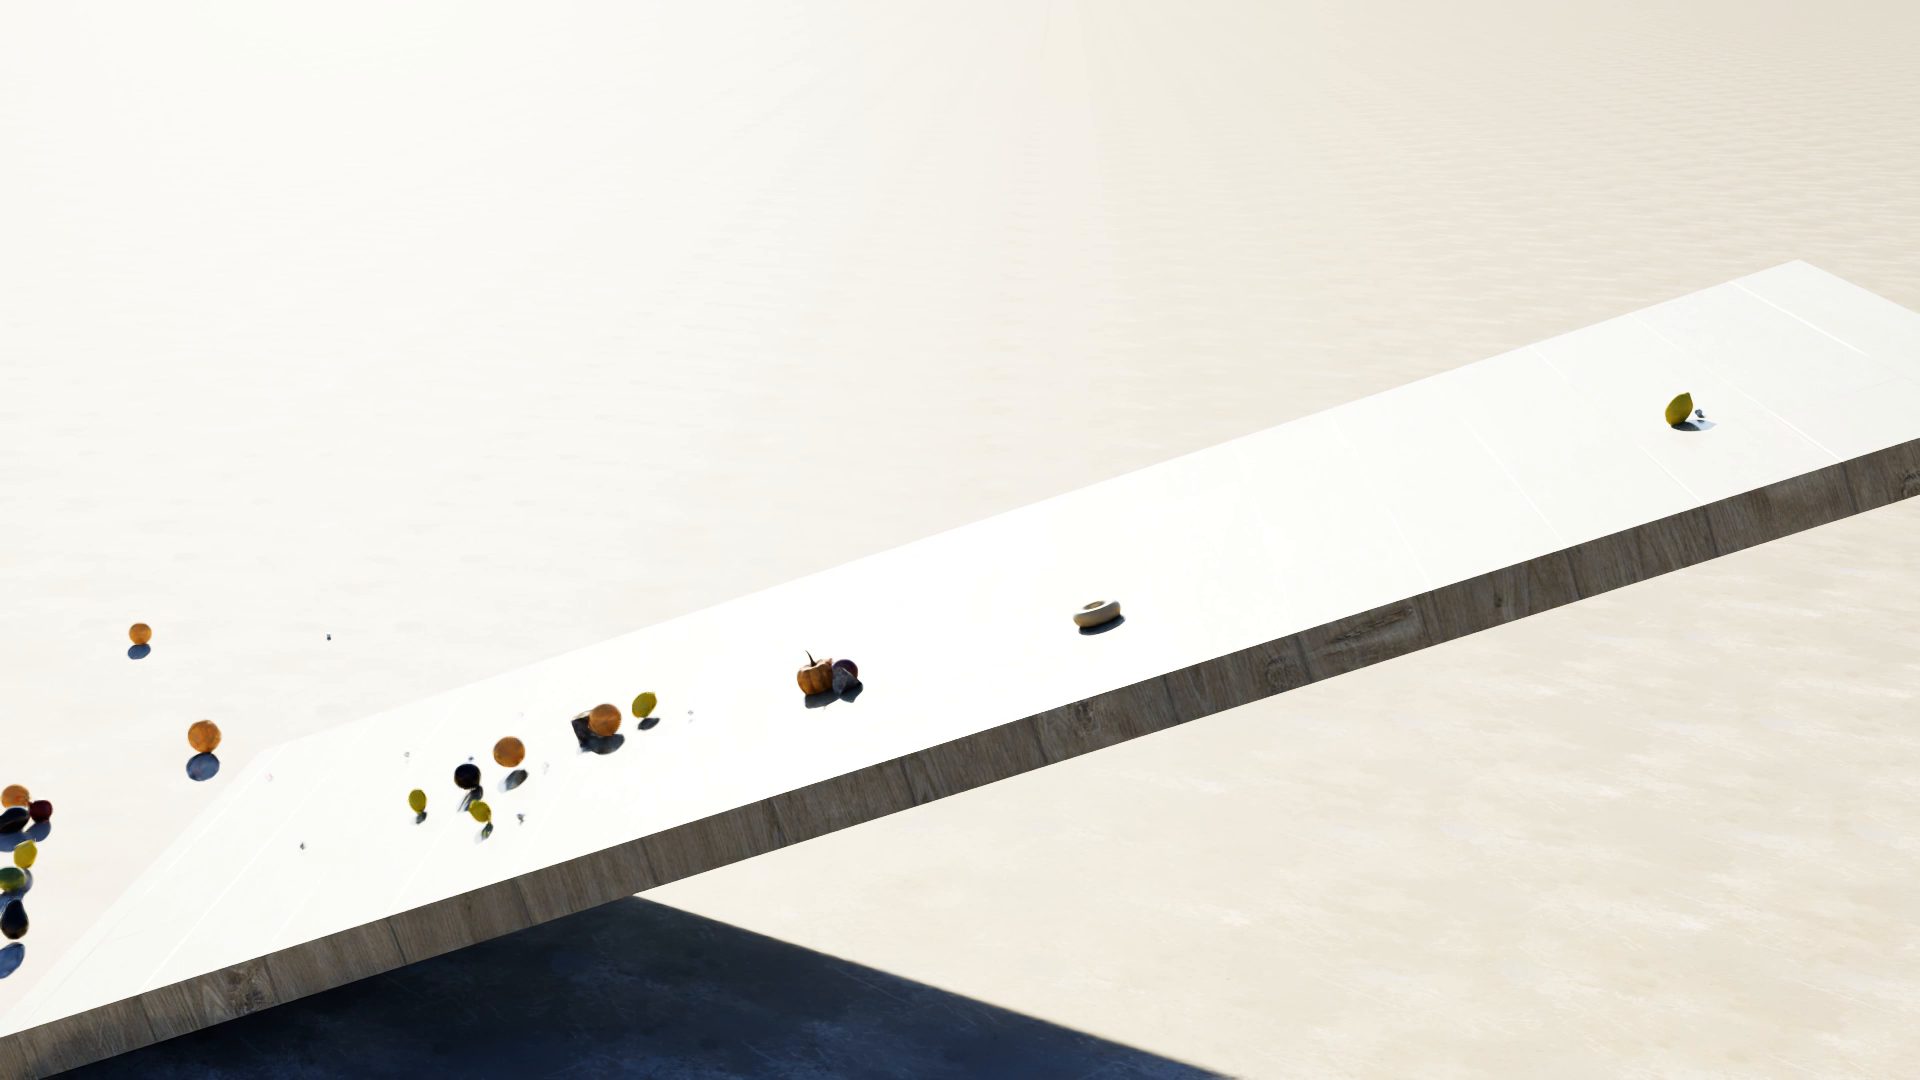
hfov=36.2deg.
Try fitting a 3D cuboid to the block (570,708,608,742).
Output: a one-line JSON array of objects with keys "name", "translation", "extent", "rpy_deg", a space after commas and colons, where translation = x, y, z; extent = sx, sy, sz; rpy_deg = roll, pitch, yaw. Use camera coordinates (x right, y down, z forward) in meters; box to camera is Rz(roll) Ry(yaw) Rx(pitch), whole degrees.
[{"name": "block", "translation": [-0.801, 0.399, 6.350], "extent": [0.052, 0.052, 0.052], "rpy_deg": [-14, 11, 22]}]

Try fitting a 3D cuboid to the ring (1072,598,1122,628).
[{"name": "ring", "translation": [0.272, 0.145, 5.843], "extent": [0.101, 0.034, 0.101], "rpy_deg": [-17, 11, 3]}]

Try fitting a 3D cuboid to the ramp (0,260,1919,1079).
[{"name": "ramp", "translation": [0.104, 0.181, 6.307], "extent": [4.000, 0.100, 2.000], "rpy_deg": [-18, 11, 6]}]
